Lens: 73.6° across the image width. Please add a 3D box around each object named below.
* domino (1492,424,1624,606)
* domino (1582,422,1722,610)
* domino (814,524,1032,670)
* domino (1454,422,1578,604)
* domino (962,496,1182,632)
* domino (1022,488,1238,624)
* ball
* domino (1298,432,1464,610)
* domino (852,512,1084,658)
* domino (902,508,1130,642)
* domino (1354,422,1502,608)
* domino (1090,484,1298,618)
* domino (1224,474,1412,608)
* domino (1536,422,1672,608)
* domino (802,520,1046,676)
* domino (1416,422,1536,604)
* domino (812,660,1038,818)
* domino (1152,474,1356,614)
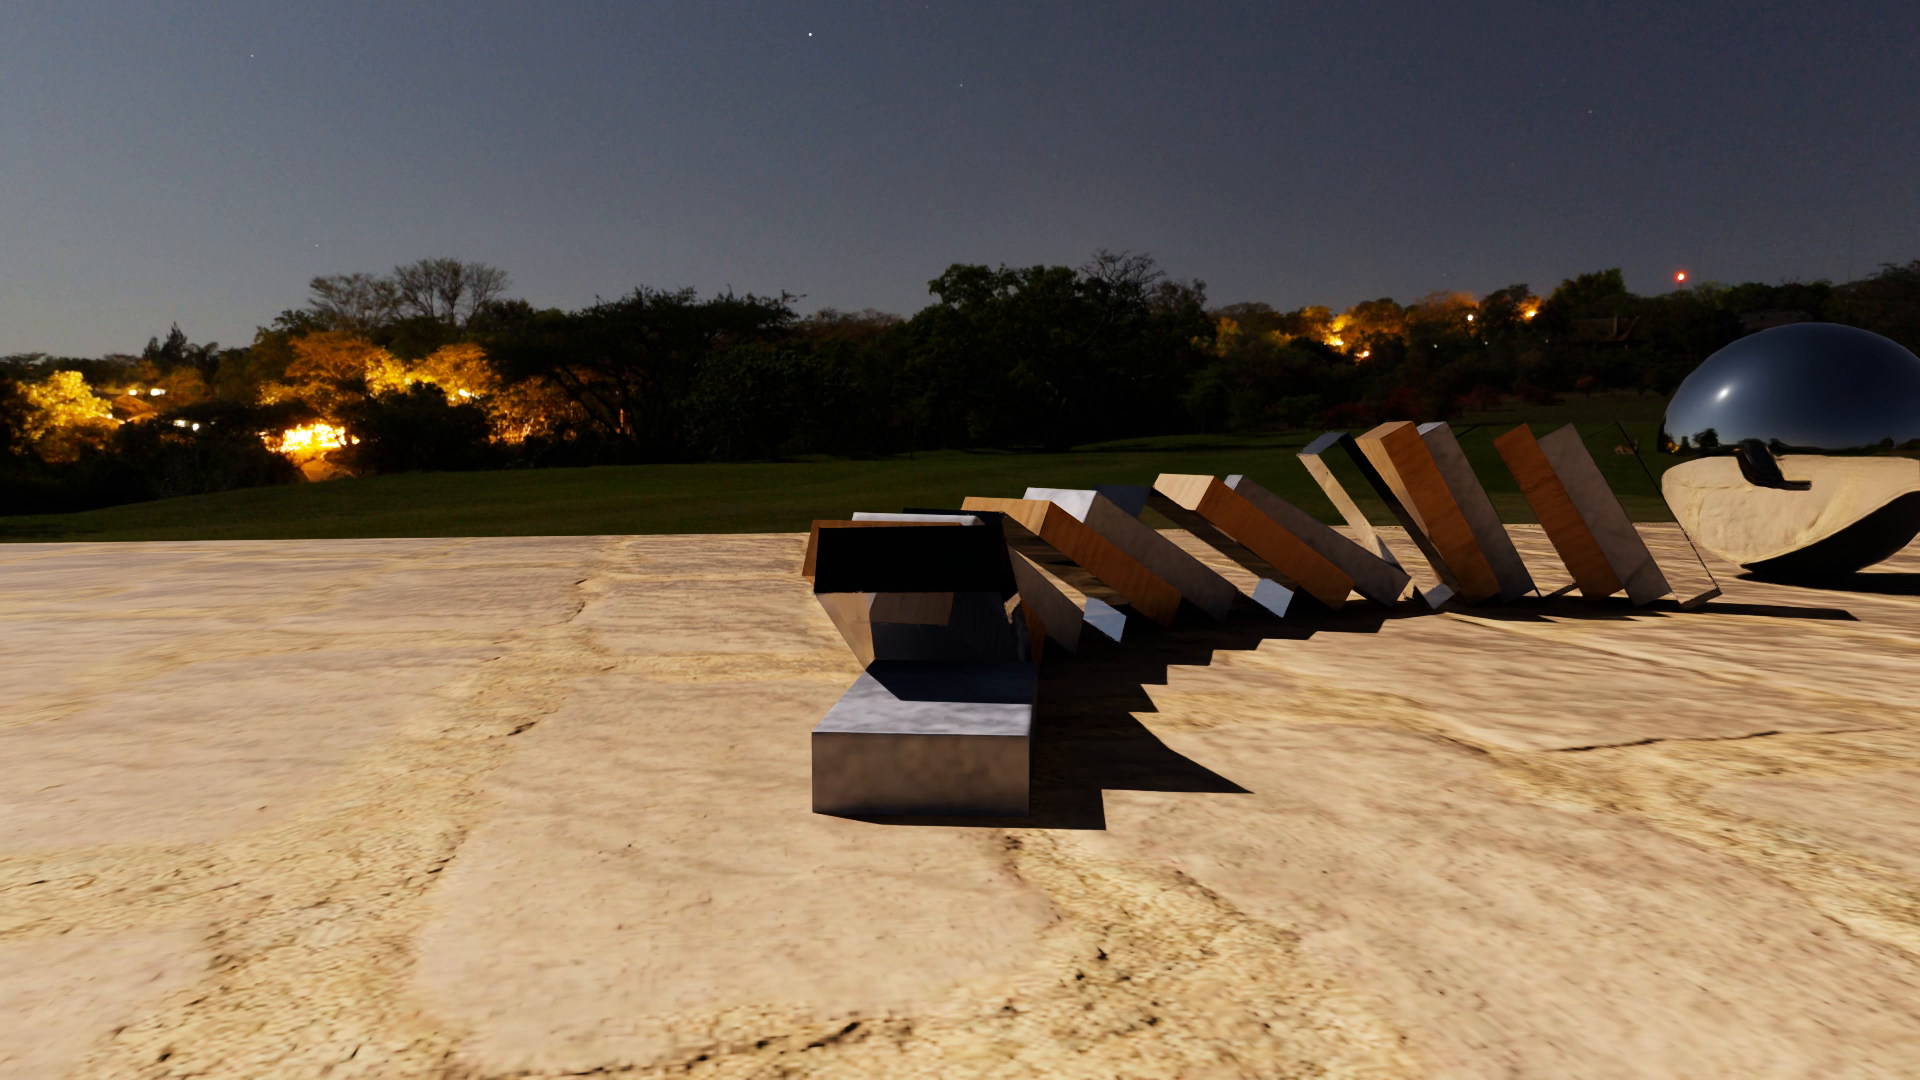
[{"bbox_3d":[0.163,-0.008,0.352,0.010,0.050,0.025,-31,-8,23],"label":"domino"},{"bbox_3d":[0.183,-0.007,0.340,0.009,0.050,0.025,-31,-10,25],"label":"domino"},{"bbox_3d":[-0.004,0.012,0.194,0.025,0.010,0.050,-1,-23,8],"label":"domino"},{"bbox_3d":[0.152,-0.008,0.354,0.009,0.050,0.025,-31,-8,23],"label":"domino"},{"bbox_3d":[0.024,0.006,0.285,0.025,0.009,0.050,5,-21,46],"label":"domino"},{"bbox_3d":[0.039,0.004,0.302,0.050,0.009,0.025,31,-14,-32],"label":"domino"},{"bbox_3d":[0.263,-0.028,0.401,0.080,0.080,0.080,0,4,0],"label":"ball"},{"bbox_3d":[0.111,-0.006,0.341,0.009,0.050,0.025,-37,2,5],"label":"domino"},{"bbox_3d":[0.002,0.009,0.243,0.025,0.010,0.050,2,-21,30],"label":"domino"},{"bbox_3d":[0.012,0.008,0.266,0.025,0.009,0.050,3,-20,39],"label":"domino"},{"bbox_3d":[0.125,-0.008,0.345,0.009,0.050,0.025,-29,2,4],"label":"domino"},{"bbox_3d":[0.056,0.003,0.315,0.050,0.009,0.025,30,-10,-25],"label":"domino"},{"bbox_3d":[0.092,0.000,0.340,0.050,0.009,0.025,31,4,2],"label":"domino"},{"bbox_3d":[0.173,-0.007,0.345,0.009,0.050,0.025,-31,-10,25],"label":"domino"},{"bbox_3d":[-0.004,0.011,0.219,0.025,0.009,0.050,1,-22,21],"label":"domino"},{"bbox_3d":[0.137,-0.008,0.351,0.009,0.050,0.025,-29,0,9],"label":"domino"},{"bbox_3d":[-0.003,0.025,0.172,0.025,0.010,0.050,0,4,5],"label":"domino"},{"bbox_3d":[0.073,0.001,0.325,0.050,0.009,0.025,33,-8,-21],"label":"domino"}]
